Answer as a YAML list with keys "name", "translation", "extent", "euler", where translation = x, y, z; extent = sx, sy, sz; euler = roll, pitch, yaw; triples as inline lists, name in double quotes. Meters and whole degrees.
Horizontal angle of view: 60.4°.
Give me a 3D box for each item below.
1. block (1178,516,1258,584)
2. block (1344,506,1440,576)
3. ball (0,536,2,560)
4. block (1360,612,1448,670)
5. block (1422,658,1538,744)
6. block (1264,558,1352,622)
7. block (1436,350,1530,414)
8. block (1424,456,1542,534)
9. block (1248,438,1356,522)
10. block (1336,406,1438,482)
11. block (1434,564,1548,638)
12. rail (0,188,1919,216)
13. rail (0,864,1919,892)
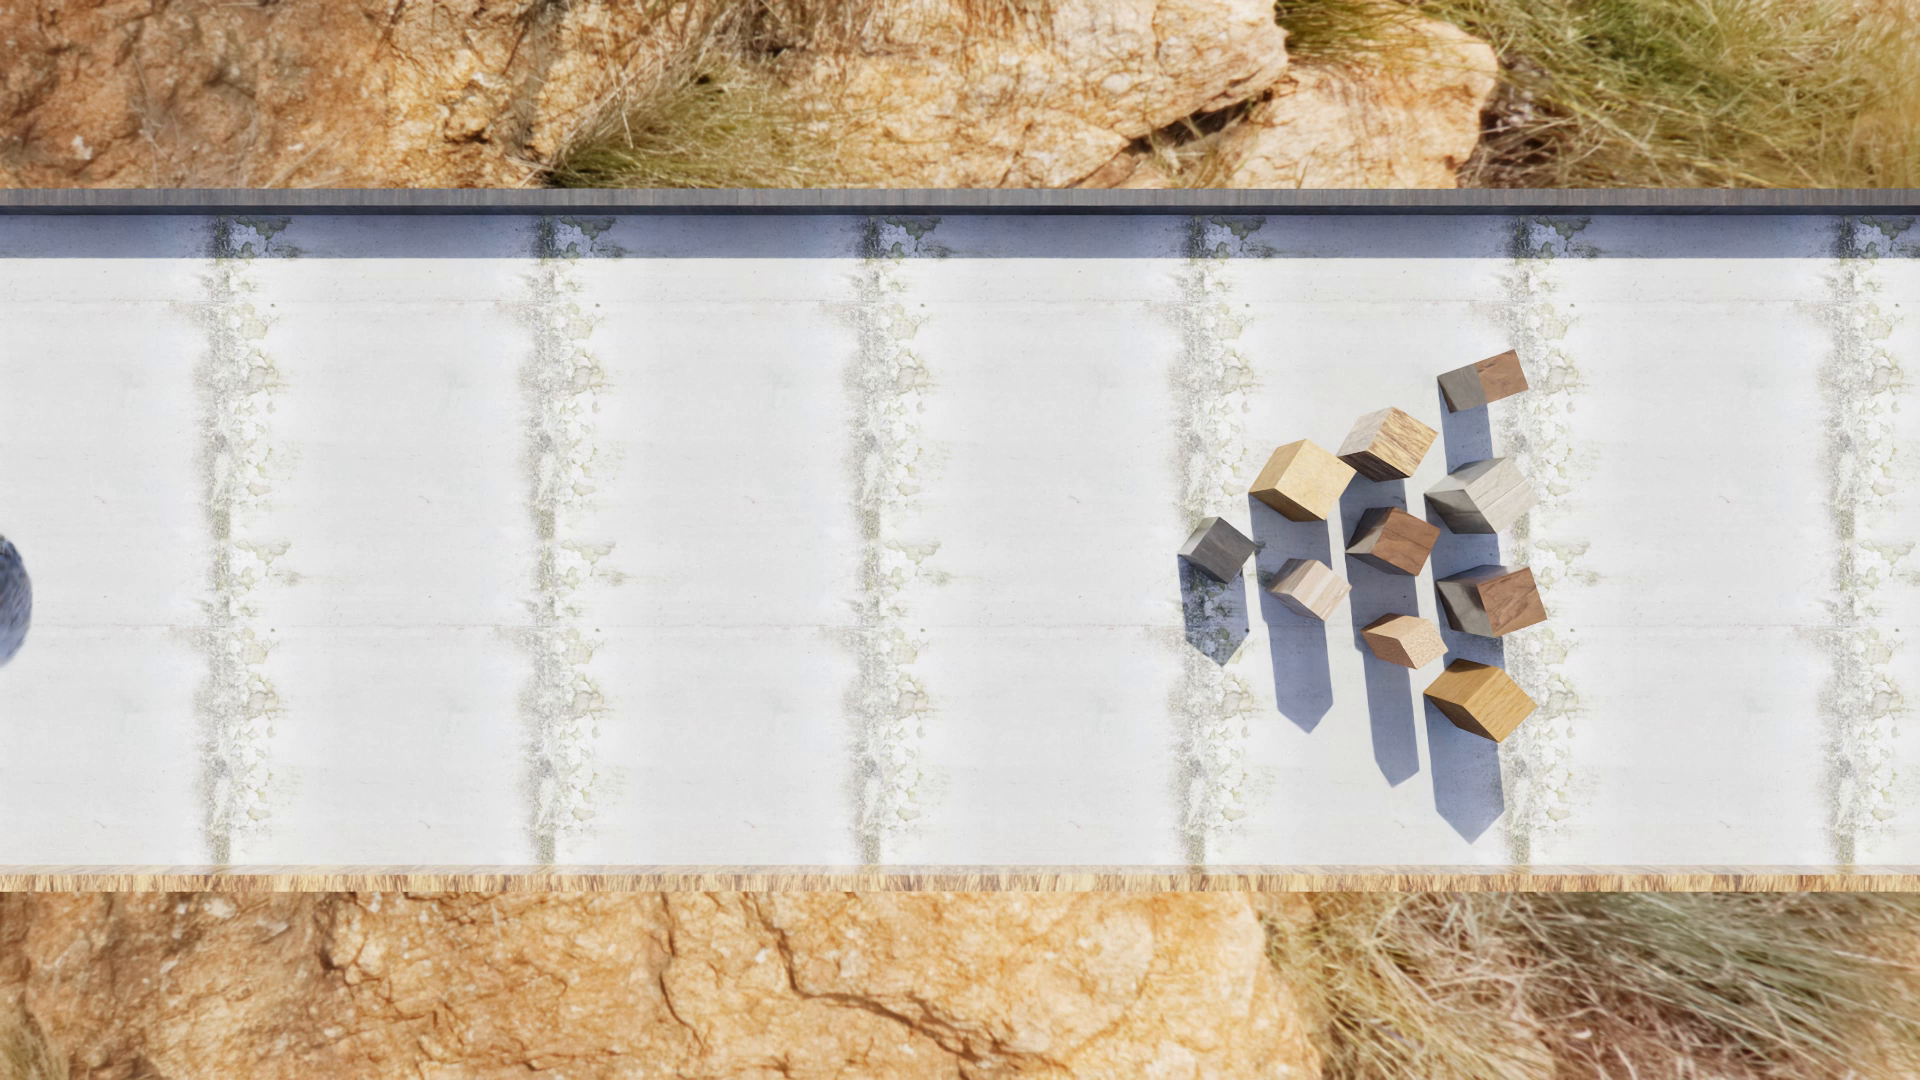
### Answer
- name: "block"
  translation: [0.765, 0.029, 4.926]
  extent: [0.140, 0.300, 0.140]
  euler: [37, 90, 0]
- name: "block"
  translation: [1.284, 0.004, 4.910]
  extent: [0.151, 0.332, 0.151]
  euler: [26, 90, 0]
- name: "ball"
  translation: [-3.050, 0.021, 4.898]
  extent: [0.357, 0.357, 0.357]
  euler: [0, 90, 0]
- name: "block"
  translation: [1.301, 0.294, 4.853]
  extent: [0.103, 0.447, 0.103]
  euler: [-32, 90, 0]
- name: "block"
  translation: [1.530, 0.469, 4.873]
  extent: [0.152, 0.407, 0.152]
  euler: [-45, 90, 0]
- name: "block"
  translation: [1.022, 0.143, 4.869]
  extent: [0.124, 0.415, 0.124]
  euler: [38, 90, 0]
- name: "block"
  translation: [1.545, -0.468, 4.890]
  extent: [0.122, 0.374, 0.122]
  euler: [-20, 90, 0]
- name: "block"
  translation: [1.535, -0.127, 4.870]
  extent: [0.157, 0.413, 0.157]
  euler: [-36, 90, 0]
- name: "block"
  translation: [1.000, -0.170, 4.857]
  extent: [0.167, 0.439, 0.167]
  euler: [33, 90, 0]
- name: "block"
  translation: [1.253, -0.278, 4.871]
  extent: [0.148, 0.411, 0.148]
  euler: [31, 90, 0]
- name: "block"
  translation: [1.561, 0.176, 4.868]
  extent: [0.159, 0.417, 0.159]
  euler: [-19, 90, 0]
- name: "rail"
  translation: [-2.247, -1.025, 5.002]
  extent: [12.000, 0.150, 0.050]
  euler: [0, 90, 0]
- name: "rail"
  translation: [-2.247, 1.025, 5.001]
  extent: [12.000, 0.150, 0.050]
  euler: [0, 90, 0]
